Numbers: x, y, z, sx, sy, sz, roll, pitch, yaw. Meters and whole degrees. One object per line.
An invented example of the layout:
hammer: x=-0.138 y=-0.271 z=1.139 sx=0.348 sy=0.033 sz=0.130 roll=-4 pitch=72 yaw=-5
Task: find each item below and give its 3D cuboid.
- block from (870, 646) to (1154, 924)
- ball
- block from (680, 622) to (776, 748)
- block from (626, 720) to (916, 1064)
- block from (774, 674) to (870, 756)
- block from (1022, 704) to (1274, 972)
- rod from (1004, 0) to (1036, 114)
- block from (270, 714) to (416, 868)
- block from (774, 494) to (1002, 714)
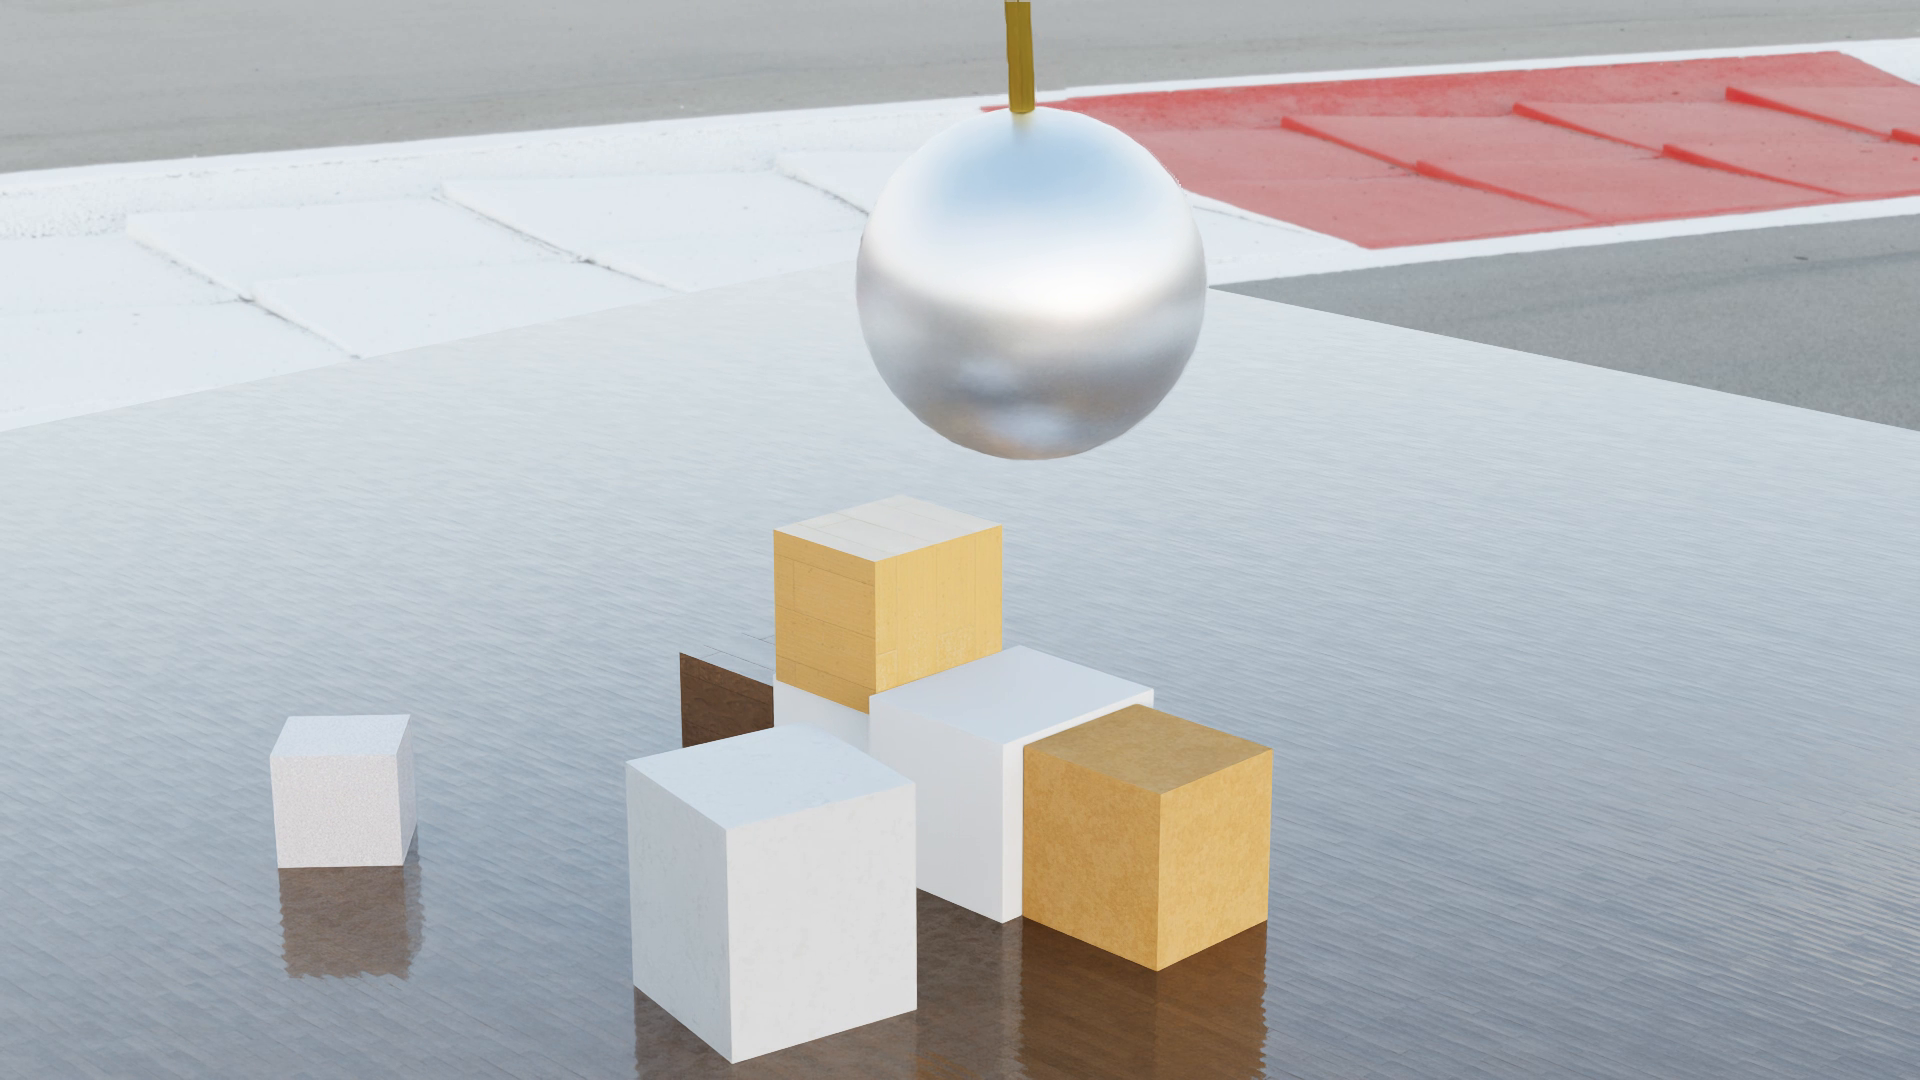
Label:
block: x=0.236 y=1.097 z=13.445 sx=0.982 sy=0.846 sz=0.846 roll=-17 pitch=24 yaw=-42
ball: x=0.322 y=-1.161 z=13.314 sx=1.600 sy=1.600 sz=1.600 roll=0 pitch=17 yaw=0
block: x=-0.869 y=0.860 z=14.497 sx=0.749 sy=0.667 sz=0.686 roll=-17 pitch=24 yaw=-42
block: x=-0.779 y=1.429 z=12.115 sx=0.873 sy=1.010 sz=0.854 roll=-11 pitch=21 yaw=-32
block: x=-0.345 y=0.984 z=14.001 sx=0.773 sy=0.728 sz=0.755 roll=-17 pitch=24 yaw=-42
block: x=0.821 y=1.289 z=12.890 sx=0.740 sy=0.811 sz=0.792 roll=-17 pitch=24 yaw=-42
rod: x=0.139 y=-4.340 z=12.124 sx=0.080 sy=5.200 sz=0.080 roll=17 pitch=28 yaw=42
block: x=-2.874 y=1.169 z=13.705 sx=0.572 sy=0.551 sz=0.511 roll=-1 pitch=17 yaw=-3
block: x=-0.334 y=0.293 z=13.744 sx=0.812 sy=0.744 sz=0.692 roll=-16 pitch=24 yaw=-42
